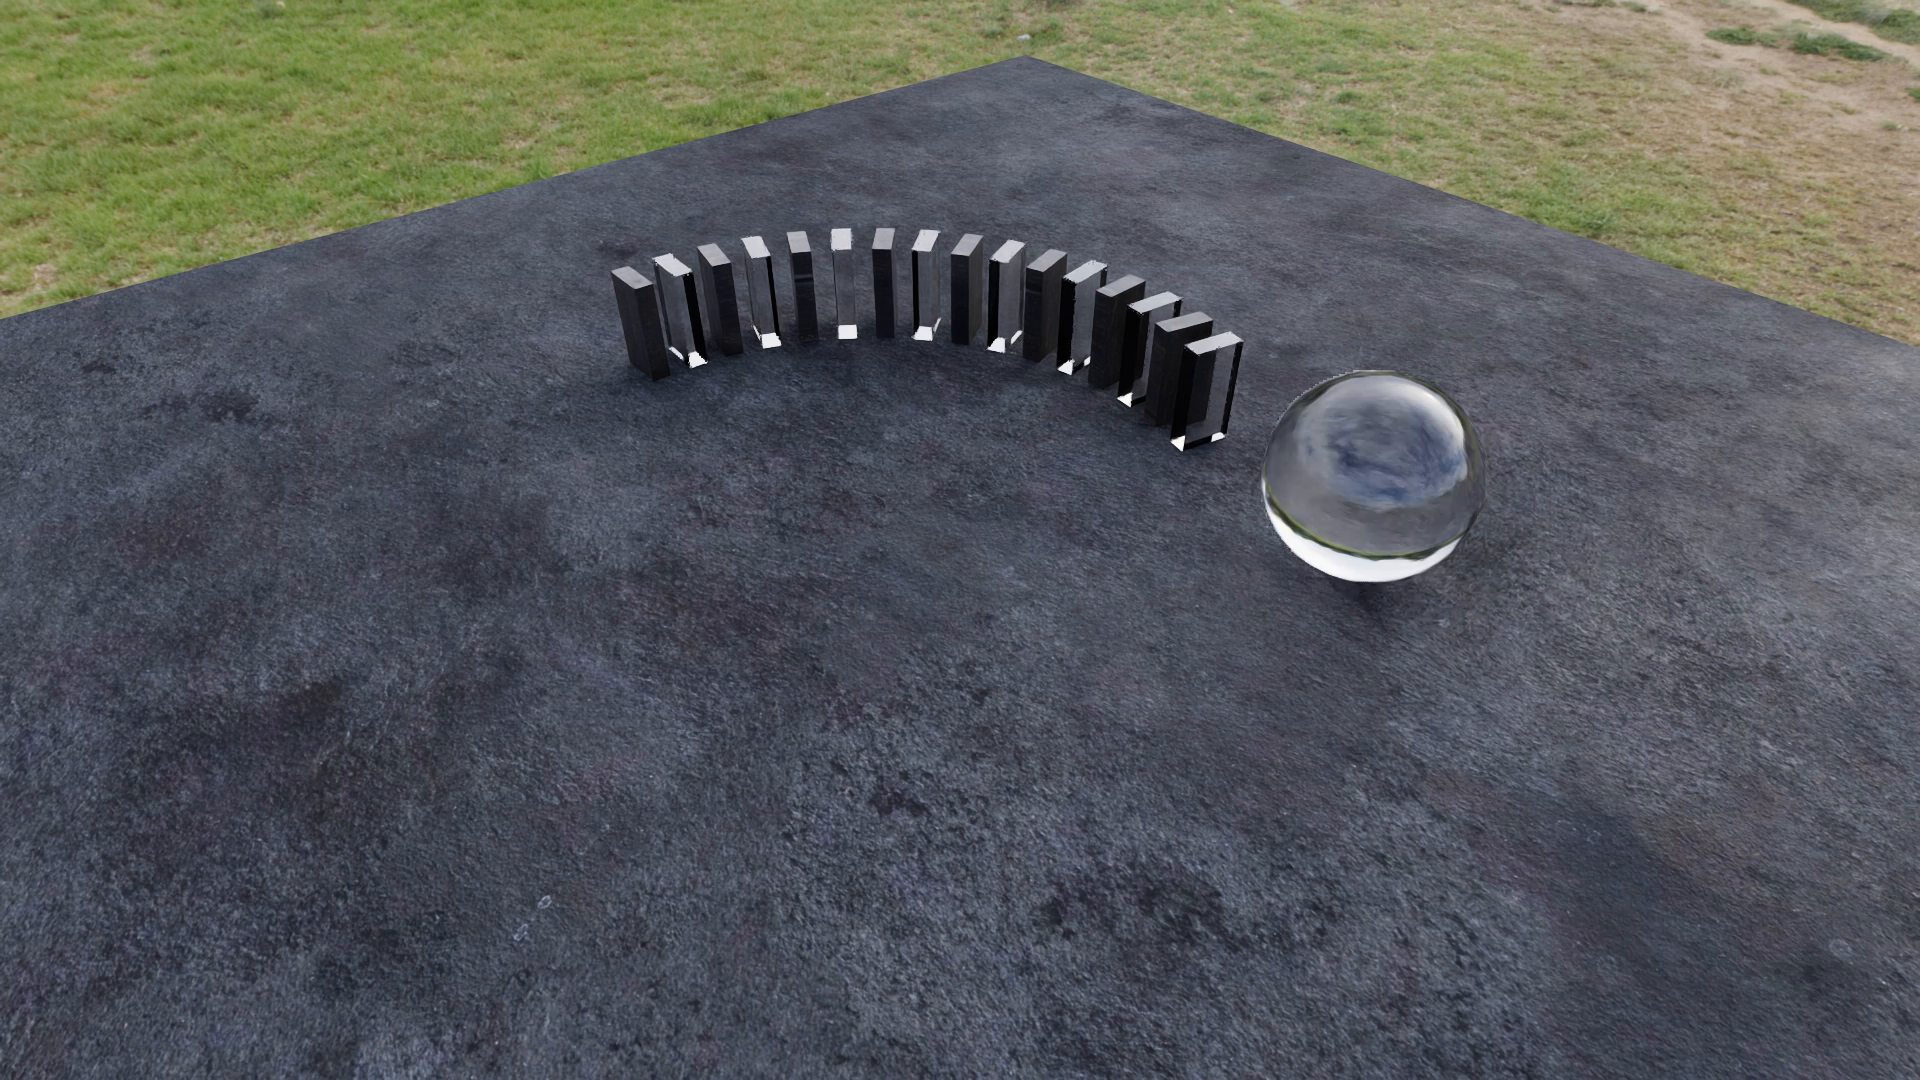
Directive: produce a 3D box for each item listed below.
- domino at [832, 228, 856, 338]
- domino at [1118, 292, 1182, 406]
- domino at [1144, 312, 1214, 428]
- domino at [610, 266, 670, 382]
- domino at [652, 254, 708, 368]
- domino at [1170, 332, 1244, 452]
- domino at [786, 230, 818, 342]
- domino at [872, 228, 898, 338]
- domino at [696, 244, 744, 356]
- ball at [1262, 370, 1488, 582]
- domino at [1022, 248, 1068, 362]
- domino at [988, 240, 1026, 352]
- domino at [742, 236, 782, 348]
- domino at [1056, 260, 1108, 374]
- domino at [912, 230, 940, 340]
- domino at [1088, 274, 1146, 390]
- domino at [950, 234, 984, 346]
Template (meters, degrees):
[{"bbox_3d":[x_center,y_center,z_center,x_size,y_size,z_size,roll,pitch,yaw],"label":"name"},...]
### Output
[{"bbox_3d":[-0.060,-0.134,0.575,0.010,0.050,0.025,-3,39,-4],"label":"domino"},{"bbox_3d":[0.090,-0.090,0.522,0.025,0.050,0.009,-23,45,-26],"label":"domino"},{"bbox_3d":[0.100,-0.078,0.507,0.025,0.050,0.009,-18,43,-21],"label":"domino"},{"bbox_3d":[-0.157,-0.106,0.541,0.010,0.050,0.025,-28,47,-30],"label":"domino"},{"bbox_3d":[-0.140,-0.115,0.551,0.010,0.050,0.025,-26,46,-28],"label":"domino"},{"bbox_3d":[0.110,-0.066,0.492,0.025,0.050,0.010,-19,43,-21],"label":"domino"},{"bbox_3d":[-0.082,-0.132,0.572,0.009,0.050,0.025,-8,40,-10],"label":"domino"},{"bbox_3d":[-0.039,-0.134,0.575,0.010,0.050,0.025,1,39,2],"label":"domino"},{"bbox_3d":[-0.122,-0.122,0.561,0.009,0.050,0.025,-18,43,-21],"label":"domino"},{"bbox_3d":[0.156,-0.024,0.417,0.080,0.080,0.080,0,39,0],"label":"ball"},{"bbox_3d":[0.043,-0.118,0.556,0.010,0.050,0.025,22,44,24],"label":"domino"},{"bbox_3d":[0.024,-0.125,0.564,0.009,0.050,0.025,16,42,19],"label":"domino"},{"bbox_3d":[-0.102,-0.128,0.567,0.010,0.050,0.025,-13,41,-16],"label":"domino"},{"bbox_3d":[0.060,-0.110,0.546,0.010,0.050,0.025,28,47,30],"label":"domino"},{"bbox_3d":[-0.017,-0.133,0.573,0.009,0.050,0.025,6,40,8],"label":"domino"},{"bbox_3d":[0.076,-0.101,0.534,0.025,0.050,0.009,-31,48,-32],"label":"domino"},{"bbox_3d":[0.004,-0.129,0.569,0.009,0.050,0.025,11,41,13],"label":"domino"}]
